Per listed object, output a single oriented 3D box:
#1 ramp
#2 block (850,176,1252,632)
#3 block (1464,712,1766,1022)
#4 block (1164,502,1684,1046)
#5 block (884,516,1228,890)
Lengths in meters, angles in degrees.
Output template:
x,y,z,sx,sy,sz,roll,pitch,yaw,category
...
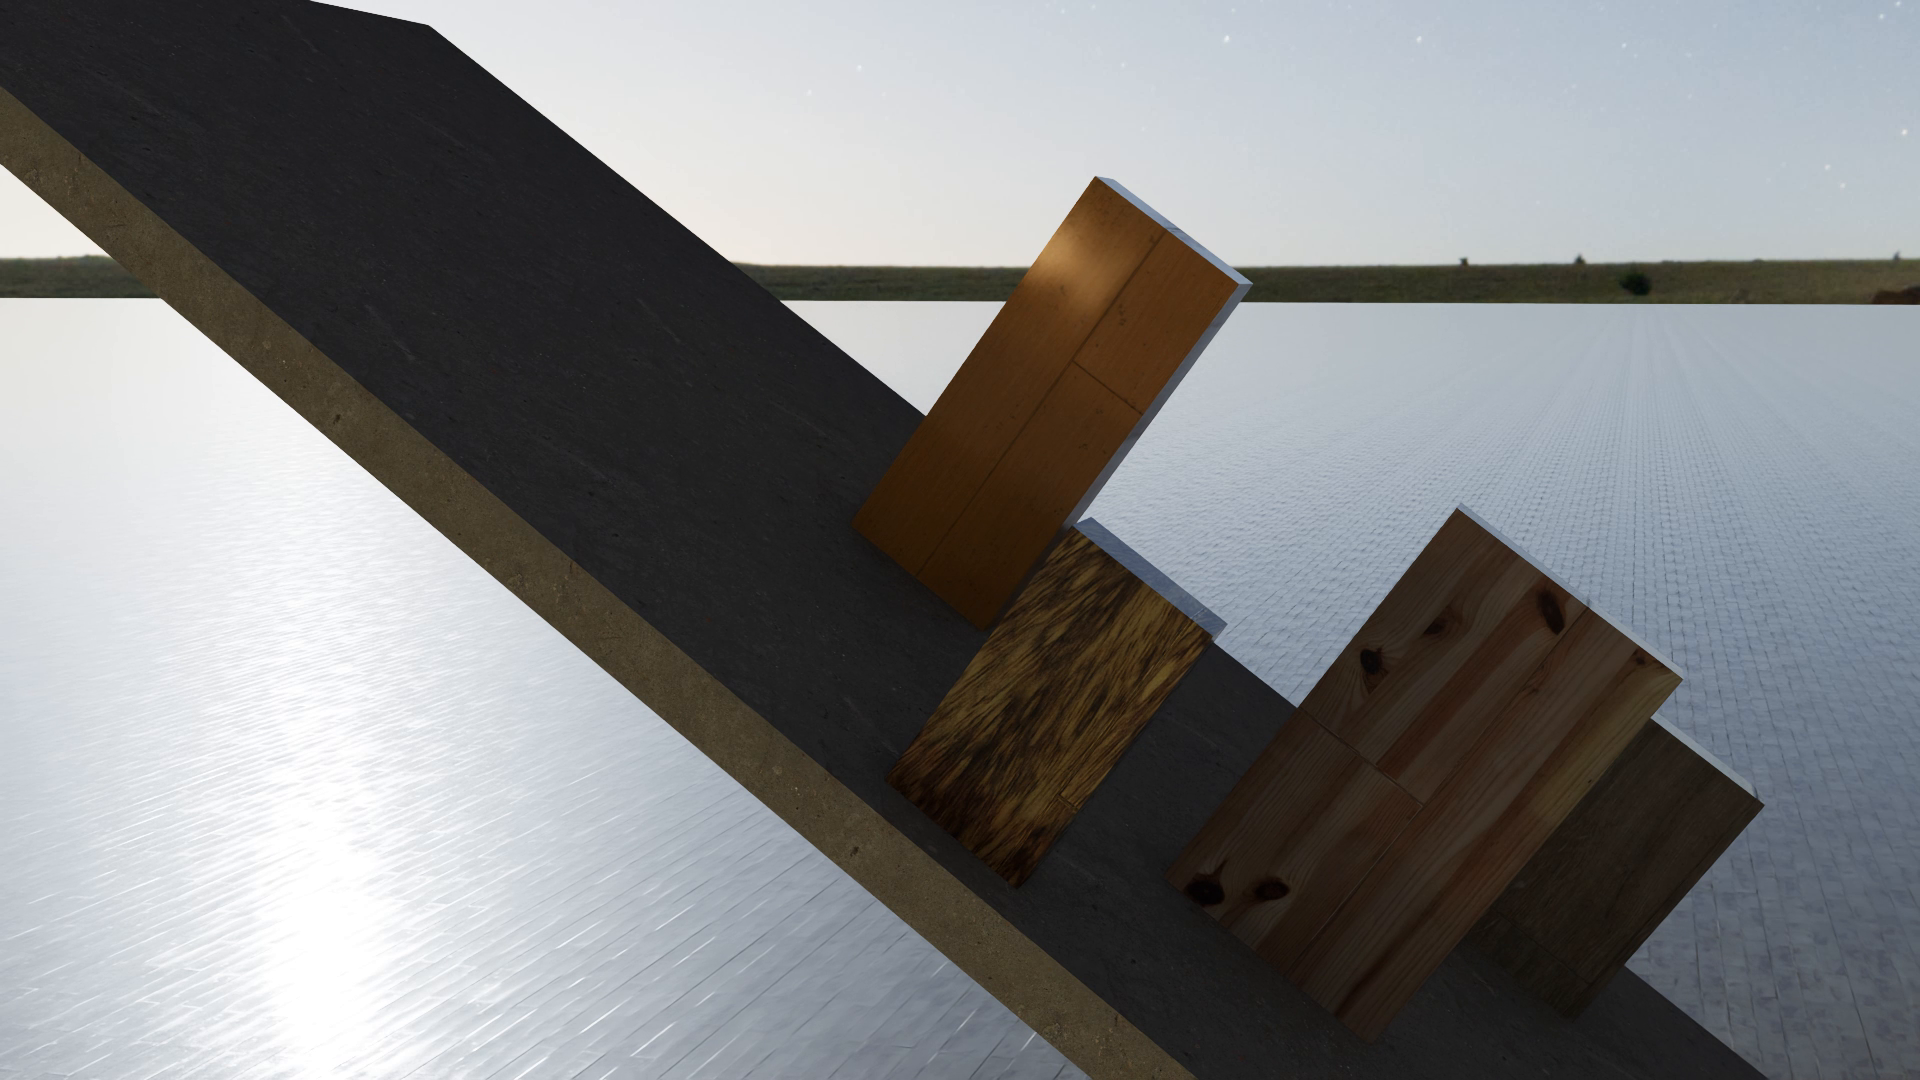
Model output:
x,y,z,sx,sy,sz,roll,pitch,yaw,category
-0.068,0.131,4.071,4.000,0.100,2.000,39,16,10,ramp
0.161,-0.244,4.001,0.319,0.781,0.145,39,16,10,block
1.166,0.561,4.197,0.443,0.554,0.104,39,16,10,block
0.710,0.368,3.427,0.415,0.754,0.084,39,16,10,block
0.135,0.232,3.142,0.247,0.469,0.113,39,16,10,block
